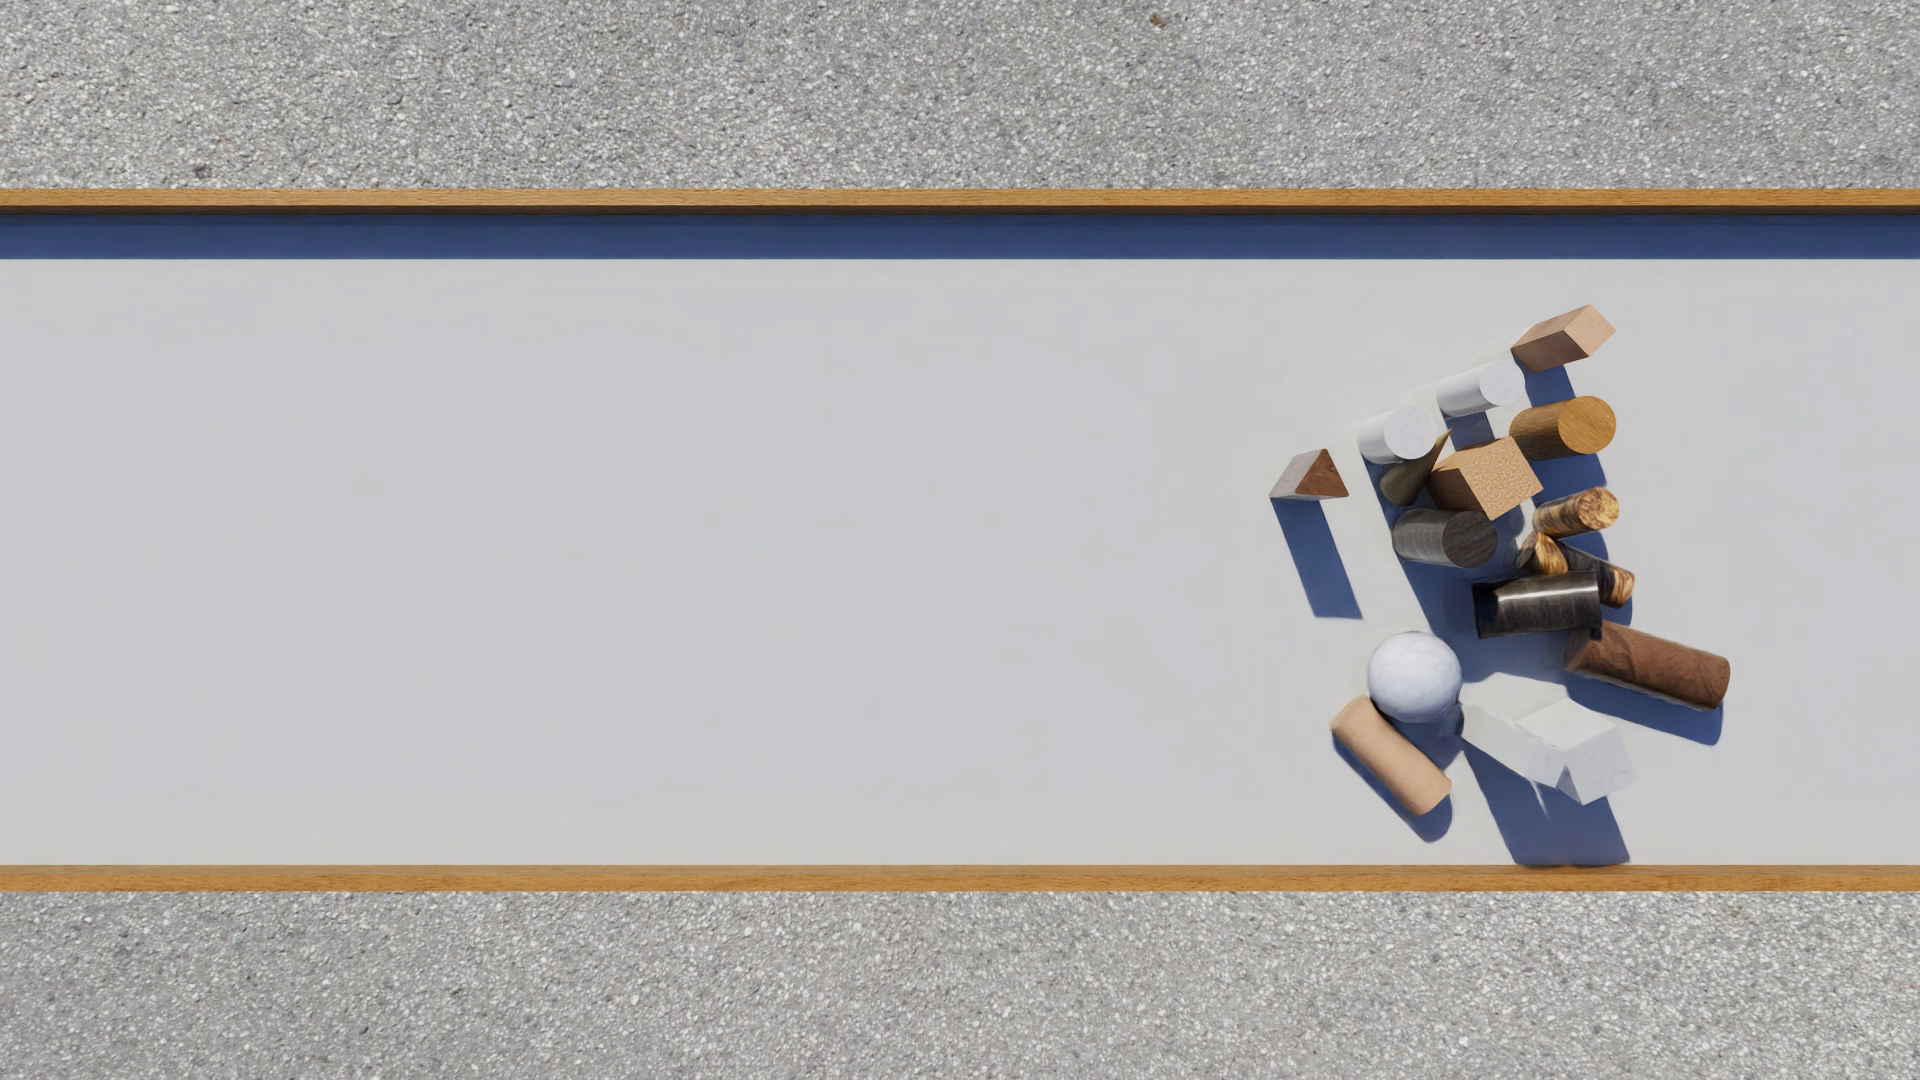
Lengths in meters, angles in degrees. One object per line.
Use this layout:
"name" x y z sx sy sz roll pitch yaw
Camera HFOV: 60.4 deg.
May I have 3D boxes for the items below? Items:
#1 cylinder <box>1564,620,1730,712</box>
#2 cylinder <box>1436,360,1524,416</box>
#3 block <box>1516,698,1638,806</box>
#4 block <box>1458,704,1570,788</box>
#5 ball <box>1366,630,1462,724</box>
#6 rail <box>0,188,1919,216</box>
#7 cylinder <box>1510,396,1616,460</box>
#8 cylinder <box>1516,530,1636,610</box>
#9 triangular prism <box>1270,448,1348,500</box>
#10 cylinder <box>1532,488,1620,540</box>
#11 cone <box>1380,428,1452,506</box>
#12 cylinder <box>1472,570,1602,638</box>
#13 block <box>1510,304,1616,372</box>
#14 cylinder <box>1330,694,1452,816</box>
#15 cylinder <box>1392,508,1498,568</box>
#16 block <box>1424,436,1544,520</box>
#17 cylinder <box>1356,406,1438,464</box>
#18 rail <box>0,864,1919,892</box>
"cylinder" 2.074 0.373 4.988 0.433 0.178 0.178 17 90 0
"cylinder" 1.530 -0.443 4.866 0.129 0.422 0.129 0 90 0
"block" 1.827 0.624 4.900 0.177 0.326 0.177 -25 100 0
"block" 1.625 0.601 4.856 0.105 0.419 0.105 20 96 -11
"ball" 1.360 0.411 4.939 0.276 0.276 0.276 0 90 0
"rail" -2.247 -1.025 5.002 12.000 0.150 0.050 0 90 0
"cylinder" 1.772 -0.326 4.868 0.165 0.417 0.165 0 90 0
"cylinder" 1.871 0.092 5.014 0.320 0.125 0.125 23 90 0
"triangular prism" 1.030 -0.195 4.875 0.151 0.404 0.131 4 90 0
"cylinder" 1.824 -0.074 4.895 0.121 0.353 0.121 0 85 -1
"cone" 1.384 -0.242 4.904 0.128 0.331 0.128 8 57 -13
"cylinder" 1.725 0.192 4.937 0.350 0.171 0.171 -7 90 19
"block" 1.766 -0.588 4.850 0.105 0.453 0.105 -44 90 0
"cylinder" 1.306 0.652 5.003 0.147 0.147 0.369 -45 90 0
"cylinder" 1.426 -0.008 4.873 0.165 0.391 0.165 0 92 -6
"block" 1.535 -0.172 4.884 0.178 0.381 0.178 -31 90 -2
"cylinder" 1.299 -0.310 4.915 0.154 0.323 0.154 0 90 0
"rail" -2.247 1.025 5.001 12.000 0.150 0.050 0 90 0
